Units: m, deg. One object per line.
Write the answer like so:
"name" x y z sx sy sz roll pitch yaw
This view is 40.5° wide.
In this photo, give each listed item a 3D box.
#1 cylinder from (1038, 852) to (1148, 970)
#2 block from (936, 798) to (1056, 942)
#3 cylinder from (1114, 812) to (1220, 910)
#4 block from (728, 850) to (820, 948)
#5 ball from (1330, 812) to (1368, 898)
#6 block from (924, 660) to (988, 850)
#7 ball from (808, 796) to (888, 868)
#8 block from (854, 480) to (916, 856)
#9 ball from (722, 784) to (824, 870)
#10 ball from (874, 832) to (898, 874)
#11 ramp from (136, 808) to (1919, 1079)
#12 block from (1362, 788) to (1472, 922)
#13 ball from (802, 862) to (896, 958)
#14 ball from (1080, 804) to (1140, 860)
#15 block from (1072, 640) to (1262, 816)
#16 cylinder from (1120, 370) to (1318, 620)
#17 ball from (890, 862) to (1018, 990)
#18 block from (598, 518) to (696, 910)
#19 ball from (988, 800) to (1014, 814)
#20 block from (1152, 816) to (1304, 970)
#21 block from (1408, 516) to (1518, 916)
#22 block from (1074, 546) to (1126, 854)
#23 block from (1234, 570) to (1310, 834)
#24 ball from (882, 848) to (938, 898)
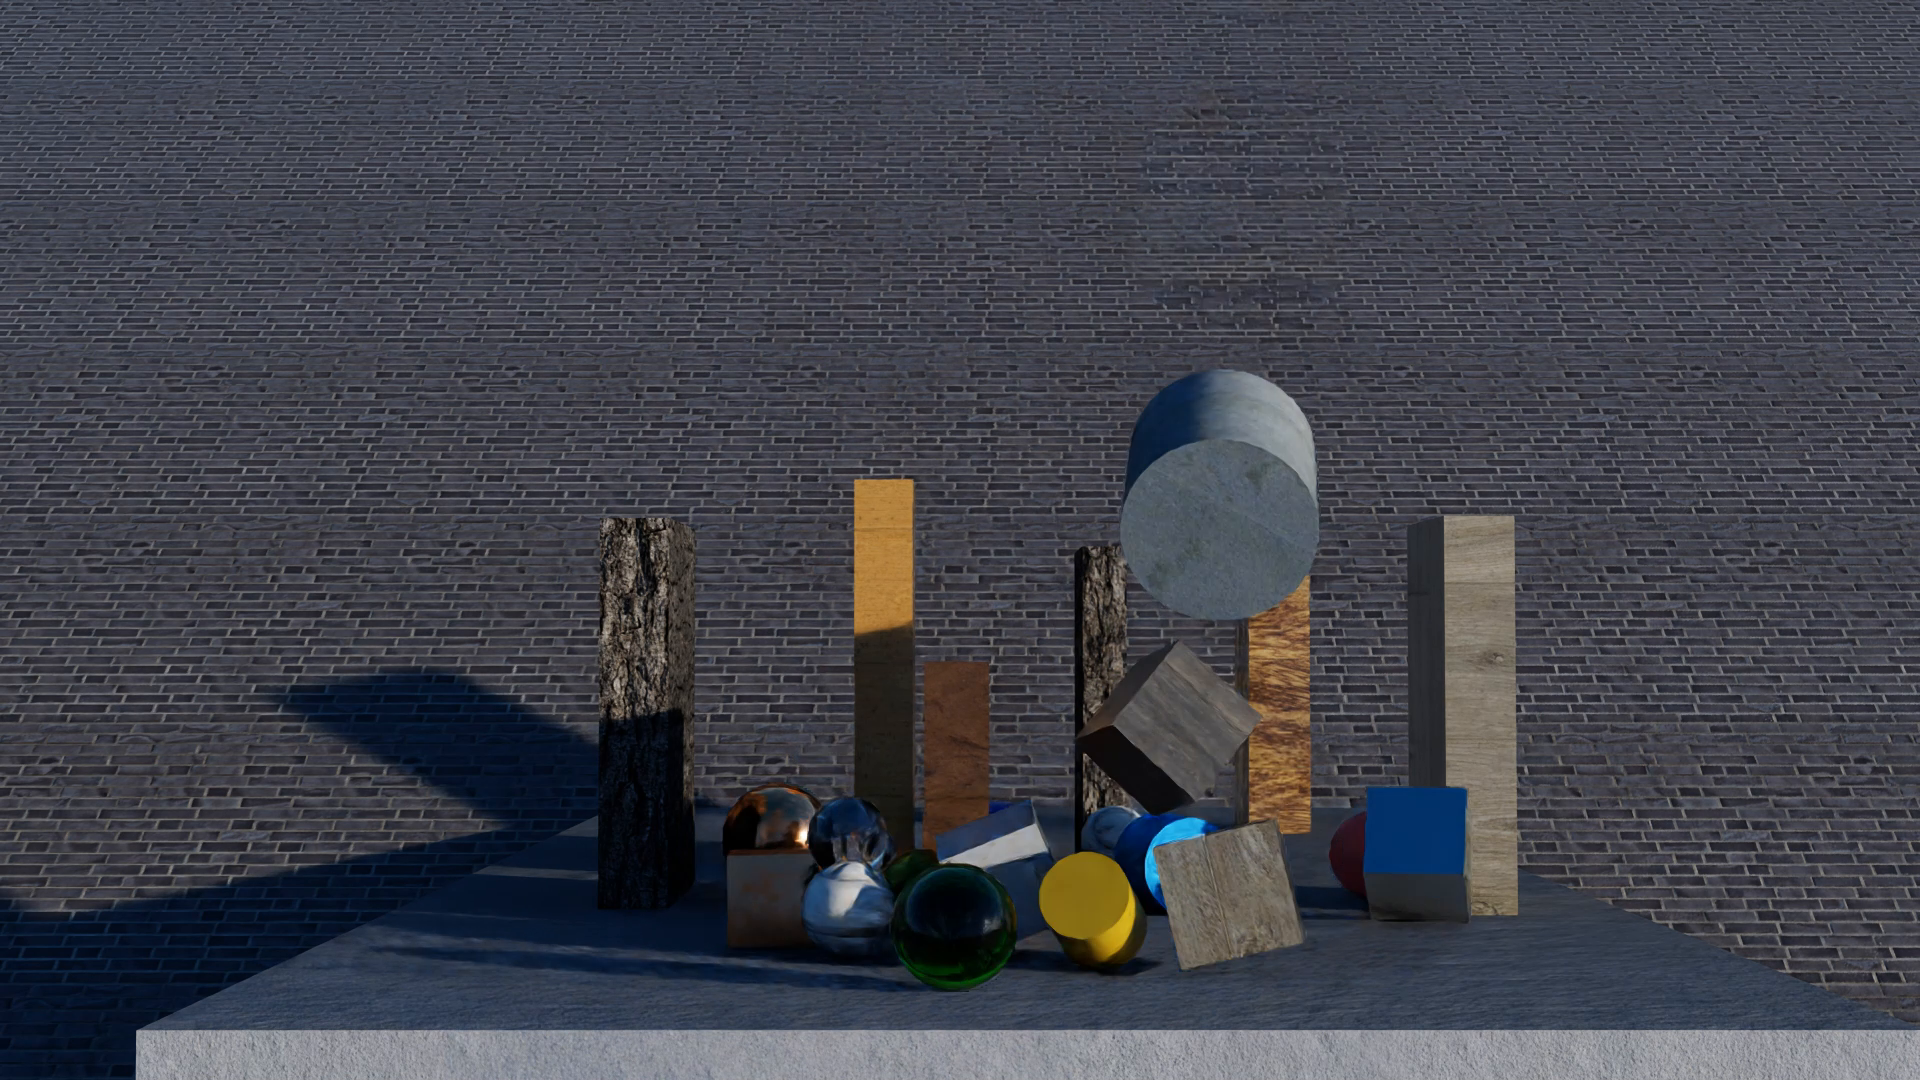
"cylinder" 0.175 0.487 3.404 0.120 0.120 0.120 -7 59 13
"block" 0.060 0.463 3.577 0.142 0.142 0.142 -22 8 1
"cylinder" 0.348 0.524 4.224 0.155 0.155 0.155 -11 1 -15
"block" -0.268 0.516 3.755 0.130 0.130 0.130 0 -4 -3
"ball" 0.703 0.536 4.426 0.147 0.147 0.147 0 36 0
"block" -0.005 0.389 3.981 0.094 0.405 0.441 0 -2 0
"ball" -0.158 0.418 3.669 0.115 0.115 0.115 0 36 0
"block" -0.144 0.263 5.044 0.110 0.742 0.313 0 -2 0
"ball" -0.315 0.516 4.486 0.192 0.192 0.192 0 36 0
"ball" -0.169 0.563 4.671 0.114 0.114 0.114 0 36 0
"ramp" 0.080 0.679 4.900 2.000 0.100 4.000 0 -2 0
"block" 0.712 0.489 4.037 0.151 0.151 0.151 -1 53 15
"ball" -0.153 0.509 3.585 0.132 0.132 0.132 0 36 0
"ball" 0.289 0.558 4.832 0.130 0.130 0.130 0 36 0
"block" 0.307 0.281 3.863 0.169 0.169 0.169 42 69 -4
"cylinder" 0.261 -0.047 2.607 0.192 0.192 0.192 4 24 5
"ball" -0.007 0.482 3.243 0.159 0.159 0.159 0 36 0
"block" -0.534 0.292 4.463 0.114 0.639 0.420 0 -2 0
"ball" 0.071 0.553 4.794 0.144 0.144 0.144 0 36 0
"block" 0.355 0.462 3.418 0.160 0.160 0.160 -14 -6 7
"block" 0.833 0.287 4.334 0.113 0.638 0.345 0 -2 0
"block" 0.273 0.327 5.077 0.083 0.617 0.340 0 -2 0
"block" 0.730 0.280 6.098 0.139 0.795 0.302 0 -2 0
"ball" -0.054 0.501 3.694 0.123 0.123 0.123 0 36 0
